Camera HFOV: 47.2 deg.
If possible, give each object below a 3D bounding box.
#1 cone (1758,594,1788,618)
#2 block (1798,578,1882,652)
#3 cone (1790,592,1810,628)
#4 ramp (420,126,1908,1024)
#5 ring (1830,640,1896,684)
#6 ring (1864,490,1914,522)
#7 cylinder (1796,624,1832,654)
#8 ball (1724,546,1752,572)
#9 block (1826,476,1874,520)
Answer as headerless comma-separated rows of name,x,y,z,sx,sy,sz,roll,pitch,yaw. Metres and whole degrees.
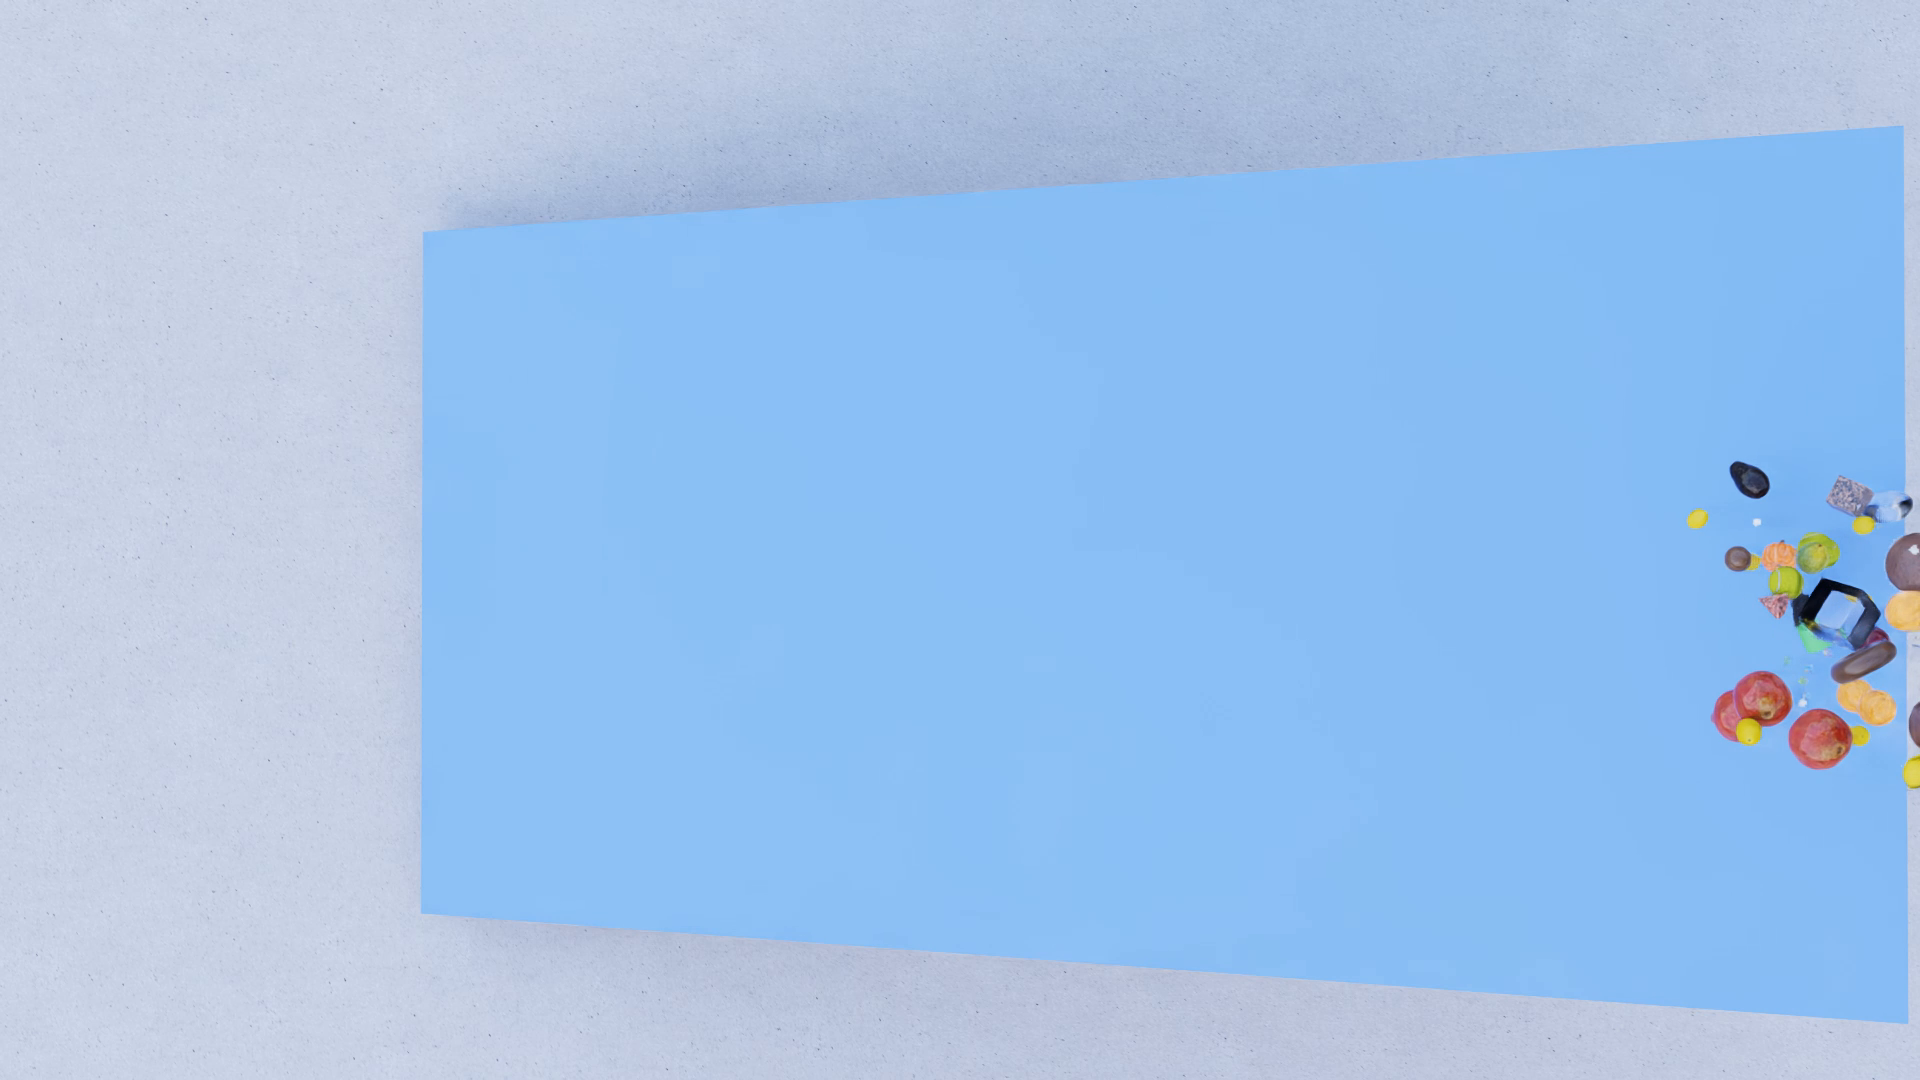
cone,1.658,0.128,4.507,0.054,0.054,0.054,-17,116,-38
block,1.631,0.139,4.077,0.088,0.088,0.088,39,81,-36
cone,1.844,0.161,4.823,0.072,0.072,0.072,22,85,0
ramp,0.283,0.085,5.720,4.000,0.100,2.000,0,89,23
ring,1.582,0.213,3.851,0.119,0.119,0.040,-28,81,0
ring,2.042,-0.074,4.846,0.109,0.109,0.036,-18,114,0
cylinder,1.874,0.210,4.822,0.056,0.056,0.056,-26,96,0
ball,1.635,0.040,4.622,0.055,0.055,0.055,0,89,0
block,1.923,-0.092,4.753,0.064,0.064,0.064,31,95,37
